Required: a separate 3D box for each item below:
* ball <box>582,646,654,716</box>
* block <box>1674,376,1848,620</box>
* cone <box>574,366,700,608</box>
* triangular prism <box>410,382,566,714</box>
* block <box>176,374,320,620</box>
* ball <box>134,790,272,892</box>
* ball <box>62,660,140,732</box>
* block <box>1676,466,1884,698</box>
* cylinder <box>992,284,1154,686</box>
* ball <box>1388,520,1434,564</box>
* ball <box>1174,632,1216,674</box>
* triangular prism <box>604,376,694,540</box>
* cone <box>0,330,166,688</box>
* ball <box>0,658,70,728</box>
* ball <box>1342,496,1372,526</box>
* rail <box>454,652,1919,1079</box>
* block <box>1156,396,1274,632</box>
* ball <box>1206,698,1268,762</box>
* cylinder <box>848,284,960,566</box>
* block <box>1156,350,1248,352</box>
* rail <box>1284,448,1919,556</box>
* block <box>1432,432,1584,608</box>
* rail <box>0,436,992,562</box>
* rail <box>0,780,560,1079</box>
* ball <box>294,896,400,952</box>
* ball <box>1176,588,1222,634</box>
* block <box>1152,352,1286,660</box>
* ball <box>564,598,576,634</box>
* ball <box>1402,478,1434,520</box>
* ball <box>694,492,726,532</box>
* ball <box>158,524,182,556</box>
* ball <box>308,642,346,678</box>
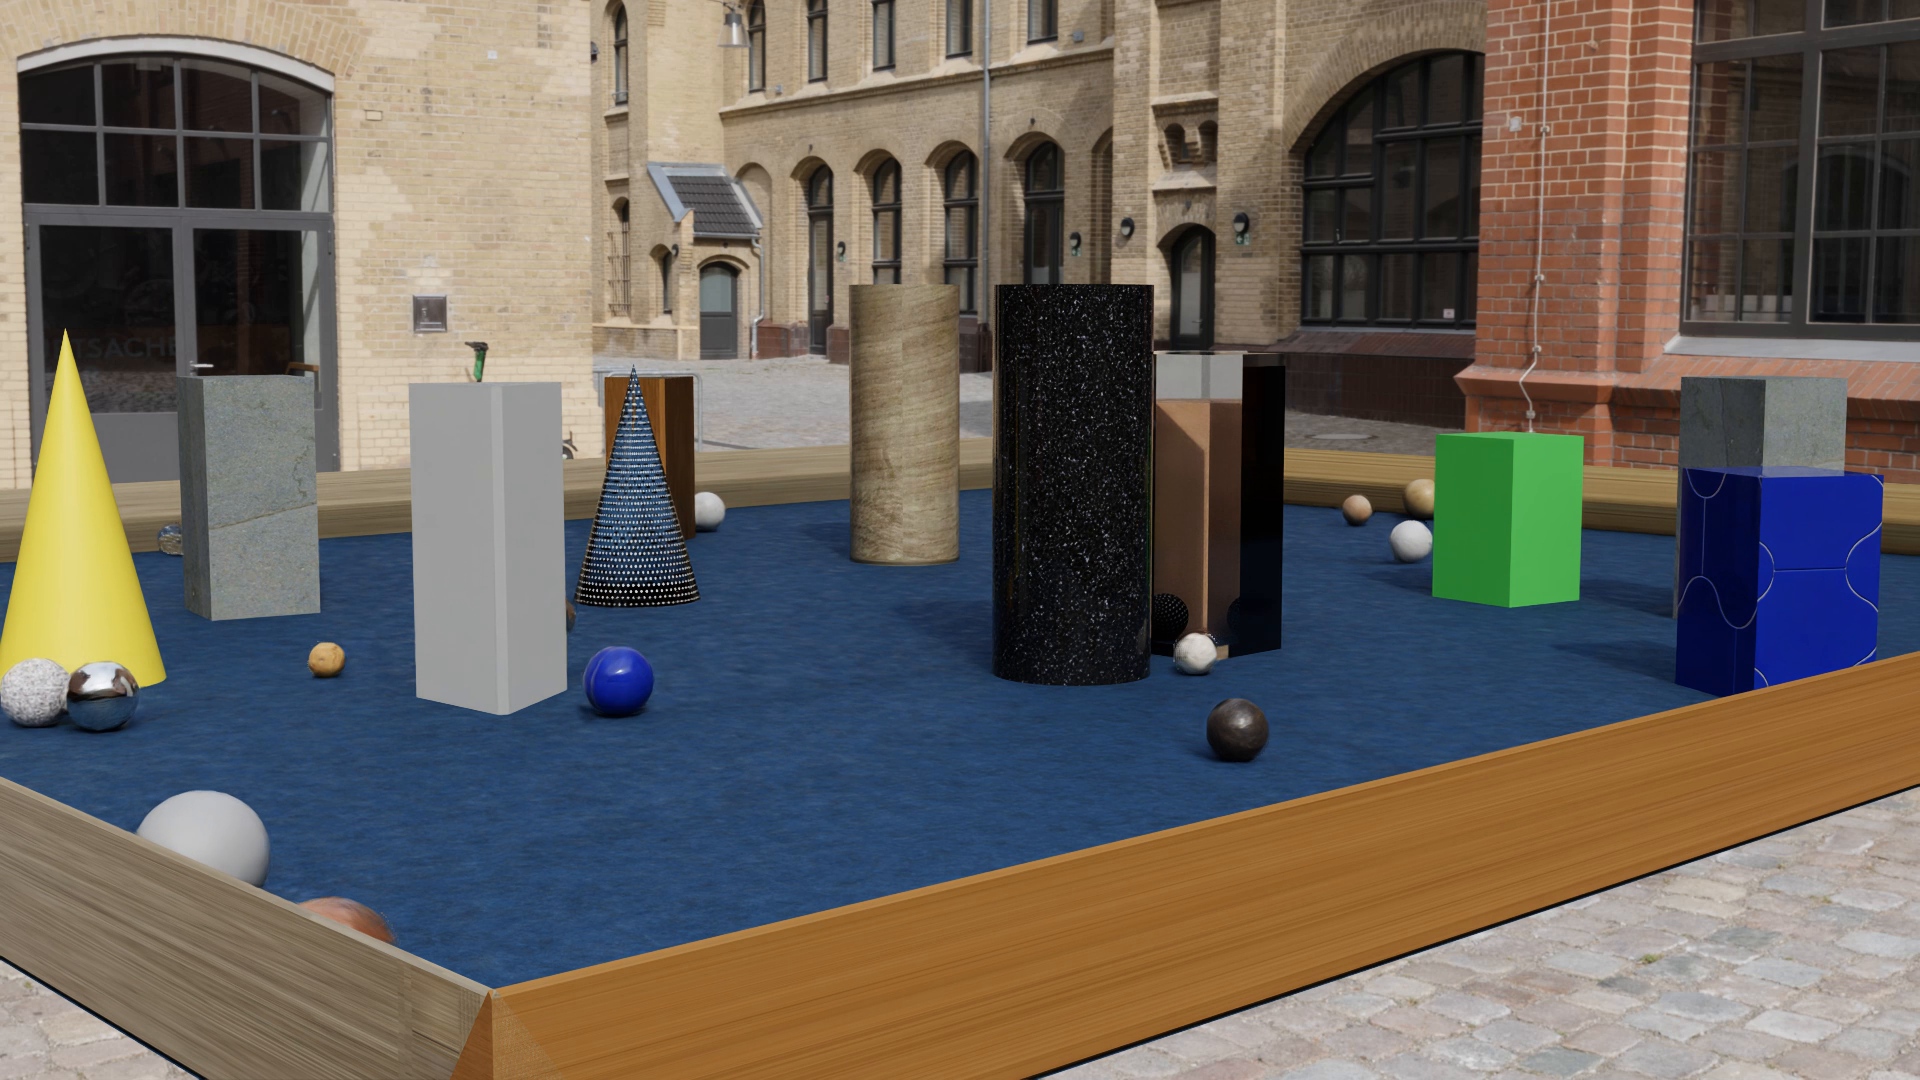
[{"bbox_3d":[-0.375,0.155,2.418,0.077,0.077,0.077,0,6,0],"label":"ball"},{"bbox_3d":[1.136,-0.056,3.127,0.157,0.349,0.157,-3,7,-26],"label":"block"},{"bbox_3d":[-0.499,-0.089,3.379,0.196,0.363,0.196,0,6,0],"label":"cone"},{"bbox_3d":[-0.515,0.001,2.518,0.170,0.361,0.147,6,8,43],"label":"triangular prism"},{"bbox_3d":[-1.052,-0.067,3.250,0.157,0.347,0.157,-4,7,-33],"label":"block"},{"bbox_3d":[-0.551,0.231,1.596,0.098,0.098,0.098,0,6,0],"label":"ball"},{"bbox_3d":[-0.910,0.165,2.329,0.076,0.076,0.076,0,6,0],"label":"ball"},{"bbox_3d":[0.950,0.049,2.557,0.157,0.258,0.157,-2,6,-14],"label":"block"},{"bbox_3d":[0.137,-0.073,2.685,0.196,0.474,0.196,0,6,0],"label":"cylinder"},{"bbox_3d":[0.794,0.003,3.869,0.077,0.077,0.077,0,6,0],"label":"ball"},{"bbox_3d":[0.288,0.139,2.691,0.051,0.051,0.051,0,6,0],"label":"ball"},{"bbox_3d":[-0.573,-0.157,4.255,0.170,0.316,0.147,5,8,42],"label":"triangular prism"},{"bbox_3d":[-1.057,-0.040,2.621,0.196,0.423,0.196,0,6,0],"label":"cone"},{"bbox_3d":[-0.988,0.163,2.353,0.075,0.075,0.075,0,6,0],"label":"ball"},{"bbox_3d":[0.822,-0.061,4.556,0.062,0.062,0.062,0,6,0],"label":"ball"},{"bbox_3d":[1.038,0.150,2.213,3.461,0.127,0.045,-5,8,-42],"label":"rail"},{"bbox_3d":[0.360,-0.041,3.126,0.157,0.319,0.157,1,6,5],"label":"block"},{"bbox_3d":[0.275,0.188,2.178,0.062,0.062,0.062,0,6,0],"label":"ball"},{"bbox_3d":[-0.099,-0.207,3.906,0.196,0.488,0.196,0,6,0],"label":"cylinder"},{"bbox_3d":[0.459,-0.183,4.268,0.157,0.365,0.157,2,6,22],"label":"block"},{"bbox_3d":[1.255,-0.087,4.483,0.045,0.127,3.109,-5,8,-42],"label":"rail"},{"bbox_3d":[0.845,-0.035,3.395,0.157,0.253,0.157,-4,7,-34],"label":"block"},{"bbox_3d":[-1.038,-0.084,4.451,3.461,0.127,0.045,-5,8,-42],"label":"rail"},{"bbox_3d":[-1.255,0.154,2.181,0.045,0.127,3.109,-5,8,-42],"label":"rail"},{"bbox_3d":[-0.387,0.262,1.345,0.087,0.087,0.087,0,6,0],"label":"ball"},{"bbox_3d":[0.330,0.098,3.032,0.063,0.063,0.063,0,6,0],"label":"ball"},{"bbox_3d":[0.313,-0.050,2.879,0.157,0.388,0.157,6,8,44],"label":"block"},{"bbox_3d":[-0.553,0.104,2.999,0.058,0.058,0.058,0,6,0],"label":"ball"},{"bbox_3d":[0.986,-0.087,4.682,0.088,0.088,0.088,0,6,0],"label":"ball"},{"bbox_3d":[-0.512,-0.057,4.425,0.080,0.080,0.080,0,6,0],"label":"ball"},{"bbox_3d":[-1.429,0.000,4.000,0.056,0.056,0.056,0,6,0],"label":"ball"},{"bbox_3d":[-0.768,0.145,2.669,0.044,0.044,0.044,0,6,0],"label":"ball"}]
